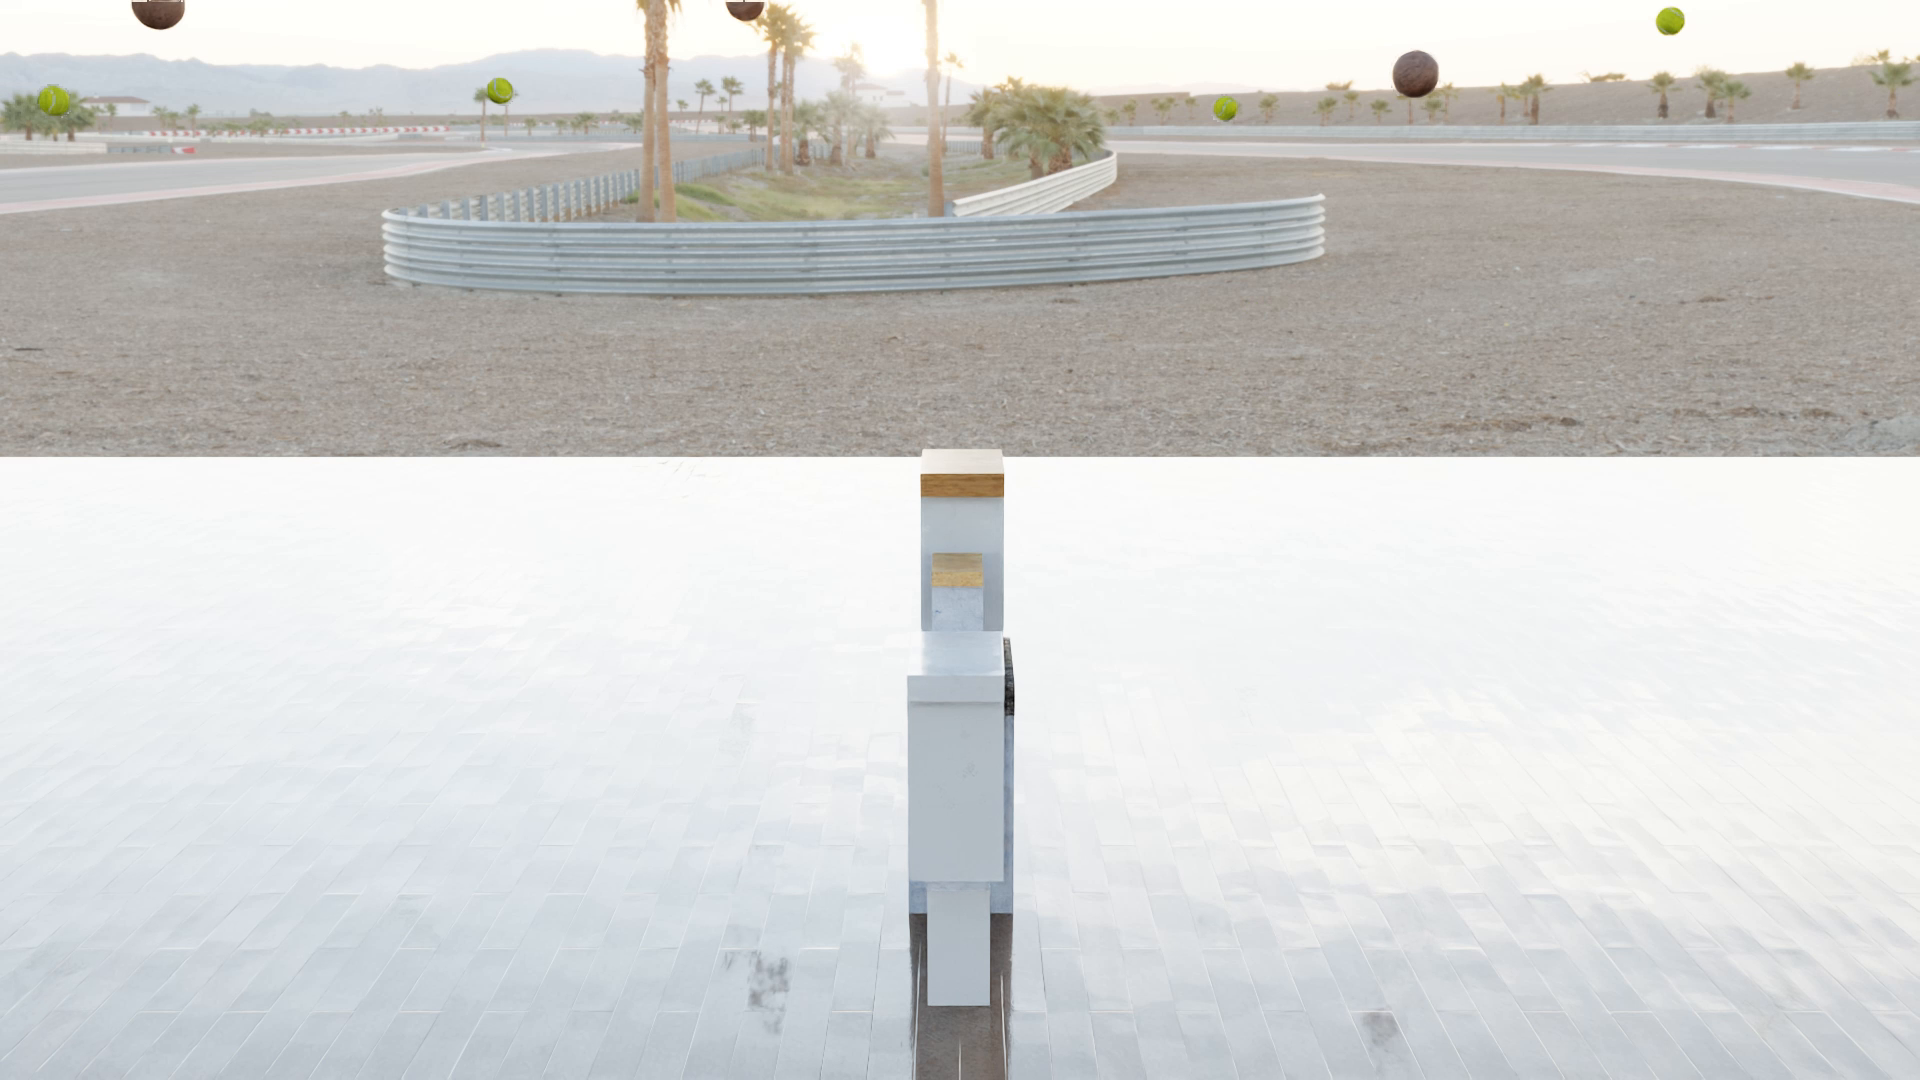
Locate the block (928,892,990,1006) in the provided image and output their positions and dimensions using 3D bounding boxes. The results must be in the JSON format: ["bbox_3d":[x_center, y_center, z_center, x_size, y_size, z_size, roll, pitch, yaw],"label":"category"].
[{"bbox_3d":[-0.002,0.586,3.195,0.090,0.181,0.026,0,10,0],"label":"block"}]

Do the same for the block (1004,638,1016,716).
[{"bbox_3d":[0.002,0.223,3.645,0.171,0.048,0.341,0,11,0],"label":"block"}]

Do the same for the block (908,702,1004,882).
[{"bbox_3d":[-0.006,0.348,3.107,0.135,0.269,0.038,0,11,1],"label":"block"}]

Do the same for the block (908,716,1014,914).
[{"bbox_3d":[0.002,0.435,3.569,0.171,0.341,0.048,0,11,0],"label":"block"}]

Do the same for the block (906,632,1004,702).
[{"bbox_3d":[-0.005,0.180,3.166,0.135,0.038,0.269,0,11,0],"label":"block"}]

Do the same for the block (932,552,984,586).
[{"bbox_3d":[-0.004,0.047,3.516,0.081,0.023,0.161,0,11,0],"label":"block"}]

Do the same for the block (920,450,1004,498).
[{"bbox_3d":[0.004,-0.114,3.713,0.138,0.039,0.275,0,11,0],"label":"block"}]

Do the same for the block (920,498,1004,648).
[{"bbox_3d":[0.004,0.057,3.651,0.138,0.275,0.039,0,11,0],"label":"block"}]

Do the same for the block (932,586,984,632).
[{"bbox_3d":[-0.004,0.147,3.480,0.081,0.161,0.023,0,11,0],"label":"block"}]

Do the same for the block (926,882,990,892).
[{"bbox_3d":[-0.003,0.474,3.235,0.090,0.026,0.181,0,11,0],"label":"block"}]
